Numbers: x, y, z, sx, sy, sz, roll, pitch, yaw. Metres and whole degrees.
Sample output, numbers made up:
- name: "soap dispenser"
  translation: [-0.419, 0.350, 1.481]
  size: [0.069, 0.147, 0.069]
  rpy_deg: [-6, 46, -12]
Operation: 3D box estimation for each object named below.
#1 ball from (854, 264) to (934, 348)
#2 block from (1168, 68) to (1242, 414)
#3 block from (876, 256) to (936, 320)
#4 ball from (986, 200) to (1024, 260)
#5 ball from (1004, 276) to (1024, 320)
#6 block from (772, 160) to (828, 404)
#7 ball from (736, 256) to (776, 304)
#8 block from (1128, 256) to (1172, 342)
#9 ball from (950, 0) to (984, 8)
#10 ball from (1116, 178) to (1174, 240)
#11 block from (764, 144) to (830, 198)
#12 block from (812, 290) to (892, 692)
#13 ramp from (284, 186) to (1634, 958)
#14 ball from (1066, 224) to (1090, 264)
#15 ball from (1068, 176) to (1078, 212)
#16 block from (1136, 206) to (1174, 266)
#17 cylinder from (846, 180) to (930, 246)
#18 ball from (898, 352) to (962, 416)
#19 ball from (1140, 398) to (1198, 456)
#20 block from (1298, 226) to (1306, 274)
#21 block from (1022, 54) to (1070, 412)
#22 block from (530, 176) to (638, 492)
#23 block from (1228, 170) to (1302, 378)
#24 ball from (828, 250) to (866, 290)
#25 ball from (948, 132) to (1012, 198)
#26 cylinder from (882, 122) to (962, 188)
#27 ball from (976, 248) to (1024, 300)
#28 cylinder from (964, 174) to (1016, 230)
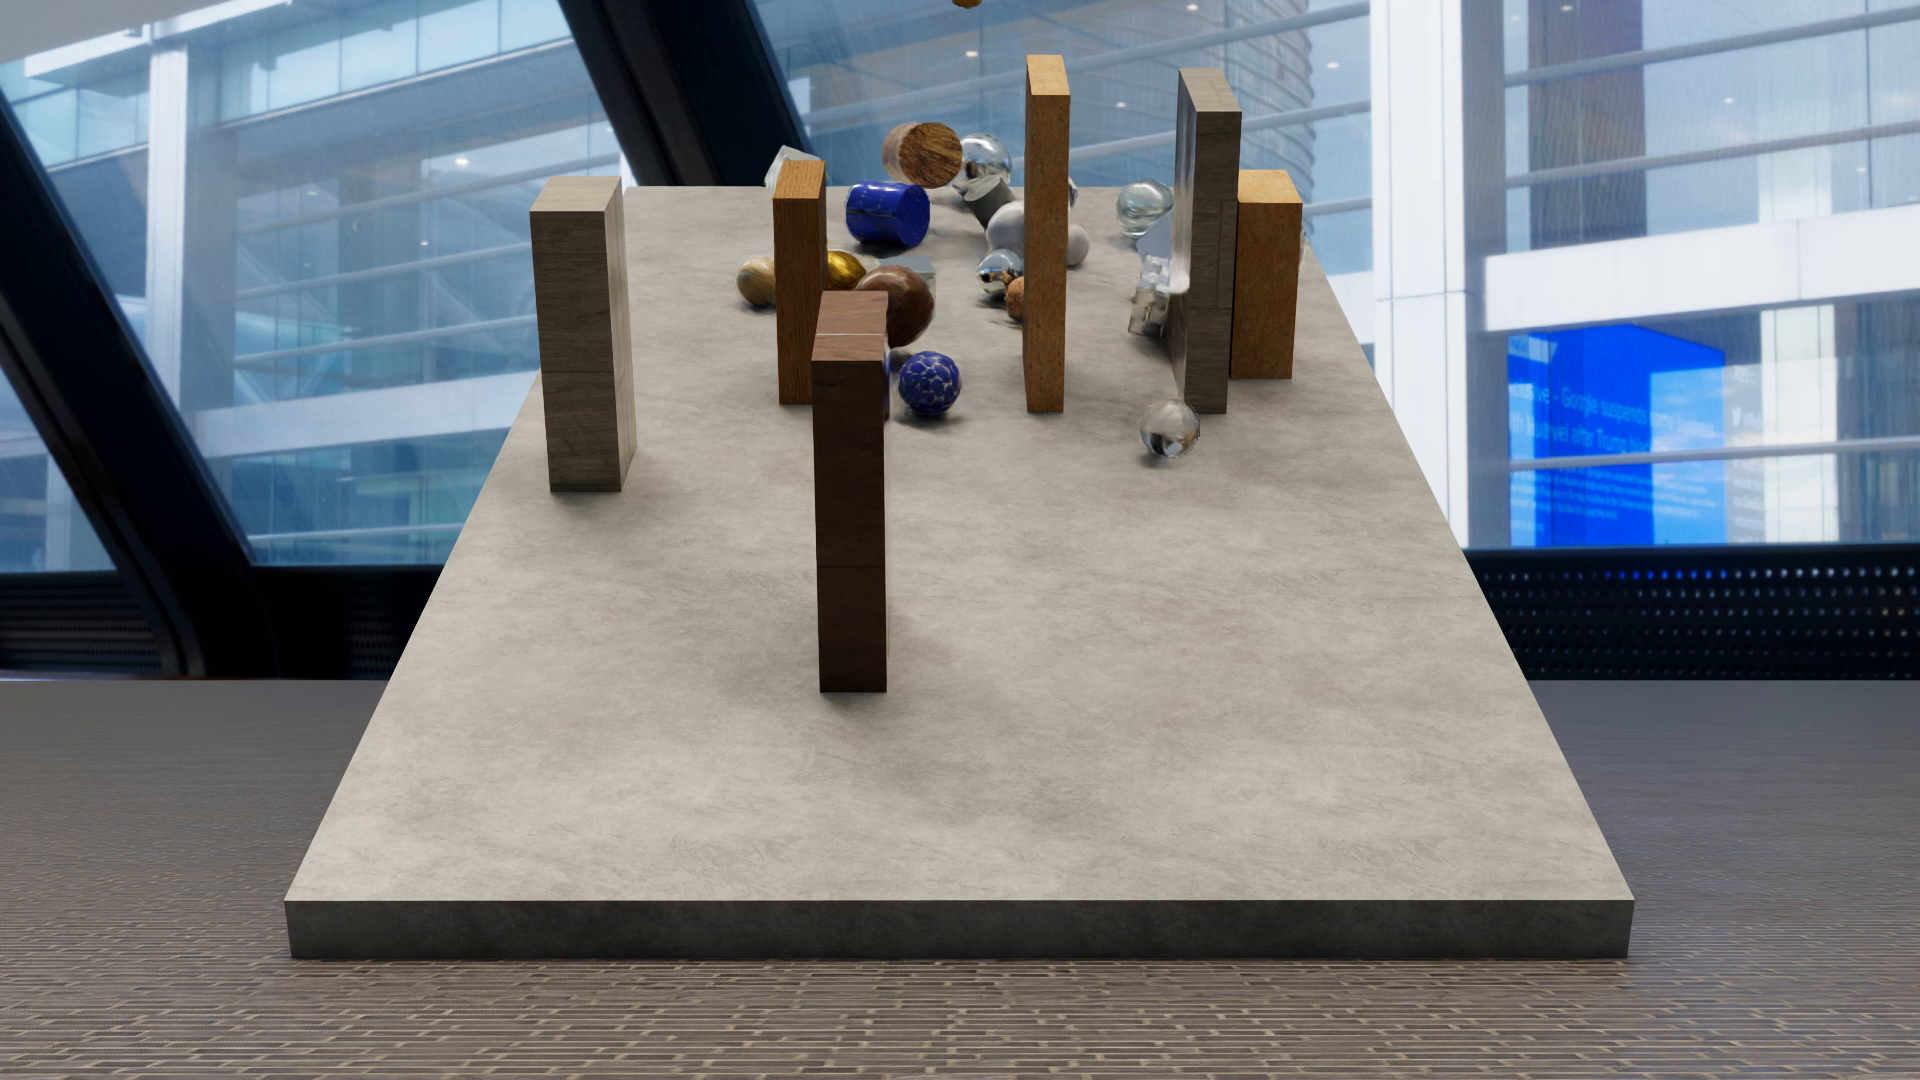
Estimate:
- name: "ball"
  translation: [-0.163, -0.563, 5.605]
  size: [0.200, 0.200, 0.200]
  rpy_deg: [0, -3, 0]
- name: "block"
  translation: [0.559, -0.695, 5.362]
  size: [0.098, 0.698, 0.431]
  rpy_deg: [0, 24, 0]
- name: "block"
  translation: [-0.138, -0.642, 5.942]
  size: [0.130, 0.130, 0.130]
  rpy_deg: [-4, 24, -10]
- name: "ball"
  translation: [0.162, -0.830, 6.309]
  size: [0.180, 0.180, 0.180]
  rpy_deg: [0, -3, 0]
- name: "ball"
  translation: [0.172, -0.613, 5.895]
  size: [0.117, 0.117, 0.117]
  rpy_deg: [0, -3, 0]
- name: "block"
  translation: [-0.367, -0.602, 5.407]
  size: [0.101, 0.488, 0.329]
  rpy_deg: [0, 24, 0]
- name: "ball"
  translation: [-0.518, -0.672, 6.016]
  size: [0.124, 0.124, 0.124]
  rpy_deg: [0, -3, 0]
- name: "block"
  translation: [0.507, -0.594, 5.754]
  size: [0.142, 0.142, 0.142]
  rpy_deg: [13, 41, 4]
- name: "ball"
  translation: [0.022, -1.651, 6.912]
  size: [0.135, 0.135, 0.135]
  rpy_deg: [0, -3, 0]
- name: "ball"
  translation: [0.525, -0.931, 6.548]
  size: [0.173, 0.173, 0.173]
  rpy_deg: [0, -3, 0]
- name: "block"
  translation: [-0.432, -0.952, 6.130]
  size: [0.112, 0.112, 0.112]
  rpy_deg: [15, 31, -30]
- name: "block"
  translation: [-0.186, -0.089, 4.093]
  size: [0.117, 0.611, 0.374]
  rpy_deg: [0, 24, 0]
- name: "ramp"
  translation: [-0.008, -0.228, 5.289]
  size: [2.000, 0.100, 4.000]
  rpy_deg: [0, 24, 0]
- name: "ball"
  translation: [0.301, -0.807, 6.344]
  size: [0.111, 0.111, 0.111]
  rpy_deg: [0, -3, 0]
- name: "ball"
  translation: [0.249, -0.922, 6.197]
  size: [0.129, 0.129, 0.129]
  rpy_deg: [0, -3, 0]
- name: "block"
  translation: [0.573, -0.740, 6.018]
  size: [0.148, 0.148, 0.148]
  rpy_deg: [23, -51, -37]
- name: "cylinder"
  translation: [-0.201, -0.915, 6.499]
  size: [0.170, 0.170, 0.170]
  rpy_deg: [11, 3, 31]
- name: "ball"
  translation: [-0.069, -0.356, 5.275]
  size: [0.146, 0.146, 0.146]
  rpy_deg: [0, -3, 0]
- name: "ball"
  translation: [0.454, -0.245, 5.048]
  size: [0.127, 0.127, 0.127]
  rpy_deg: [0, -3, 0]
- name: "block"
  translation: [0.824, -0.797, 6.218]
  size: [0.151, 0.151, 0.151]
  rpy_deg: [-4, -45, -8]
- name: "block"
  translation: [0.195, -0.709, 5.352]
  size: [0.083, 0.731, 0.407]
  rpy_deg: [0, 24, 0]
- name: "block"
  translation: [-0.785, -0.432, 4.874]
  size: [0.149, 0.606, 0.270]
  rpy_deg: [0, 24, 0]
- name: "block"
  translation: [0.716, -0.640, 5.572]
  size: [0.145, 0.429, 0.295]
  rpy_deg: [0, 24, 0]
- name: "ball"
  translation: [-0.320, -0.644, 5.885]
  size: [0.180, 0.180, 0.180]
  rpy_deg: [0, -3, 0]
- name: "ball"
  translation: [0.056, -1.110, 6.916]
  size: [0.203, 0.203, 0.203]
  rpy_deg: [0, -3, 0]
- name: "cylinder"
  translation: [-0.109, -1.099, 6.630]
  size: [0.186, 0.186, 0.186]
  rpy_deg: [1, 10, -18]
- name: "ball"
  translation: [0.108, -0.690, 6.049]
  size: [0.134, 0.134, 0.134]
  rpy_deg: [0, -3, 0]
- name: "cylinder"
  translation: [0.095, -0.946, 6.550]
  size: [0.121, 0.121, 0.121]
  rpy_deg: [-4, -48, 47]
